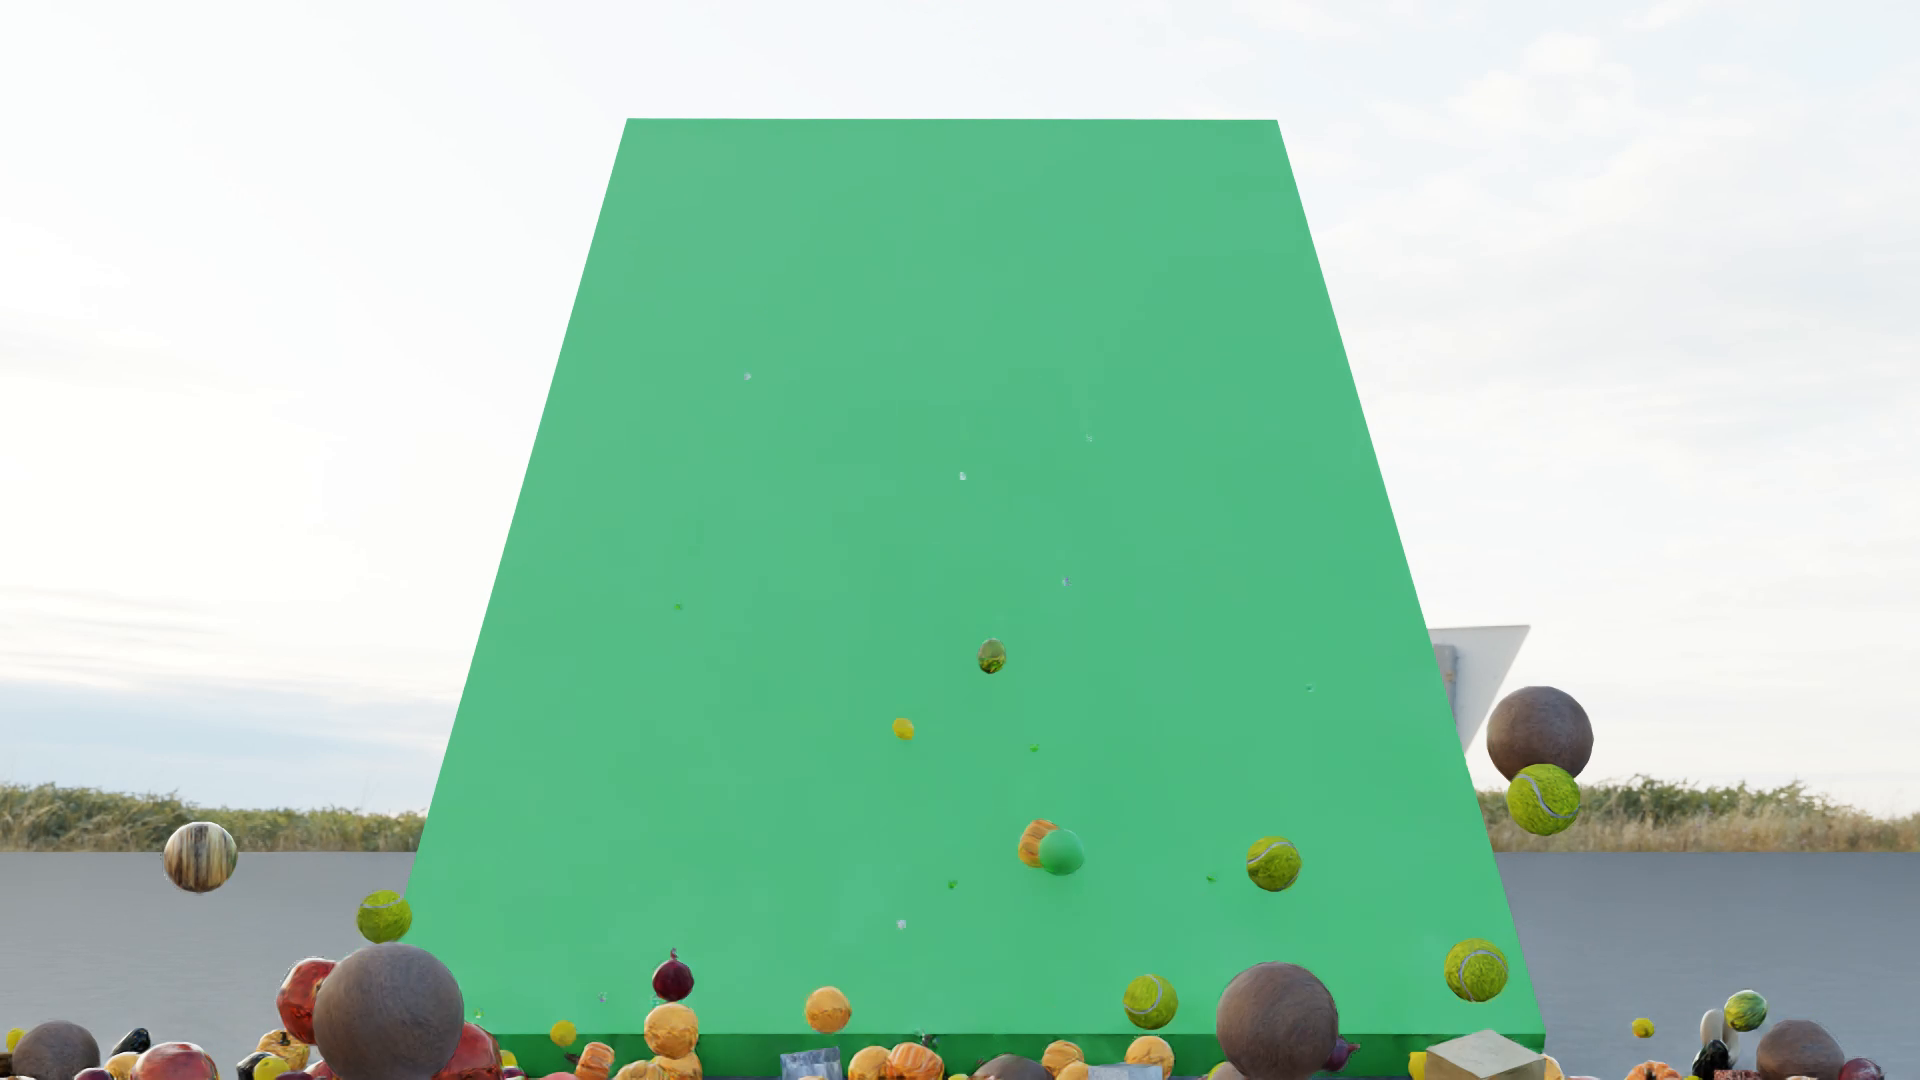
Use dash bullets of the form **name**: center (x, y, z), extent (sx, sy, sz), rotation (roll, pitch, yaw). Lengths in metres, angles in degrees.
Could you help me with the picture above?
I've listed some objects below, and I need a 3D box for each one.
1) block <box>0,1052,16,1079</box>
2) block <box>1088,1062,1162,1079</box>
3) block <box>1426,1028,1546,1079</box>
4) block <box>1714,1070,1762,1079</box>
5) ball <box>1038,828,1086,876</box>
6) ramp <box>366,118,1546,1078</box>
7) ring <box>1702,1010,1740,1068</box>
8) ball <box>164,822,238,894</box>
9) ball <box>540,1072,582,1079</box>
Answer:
- **block**: center (-1.491, 0.819, 3.709), extent (0.080, 0.080, 0.080), rotation (-2, -7, 14)
- **block**: center (0.240, 0.800, 3.546), extent (0.076, 0.076, 0.076), rotation (-7, -9, 43)
- **block**: center (0.626, 0.658, 2.924), extent (0.099, 0.099, 0.099), rotation (-9, 15, -29)
- **block**: center (1.194, 0.840, 3.756), extent (0.050, 0.050, 0.050), rotation (3, -8, -20)
- **ball**: center (0.176, 0.542, 4.246), extent (0.082, 0.082, 0.082), rotation (0, -7, 0)
- **ramp**: center (-0.015, -0.188, 5.864), extent (2.000, 0.100, 4.000), rotation (0, 32, 0)
- **ring**: center (1.359, 0.892, 4.376), extent (0.036, 0.107, 0.107), rotation (-20, -18, 37)
- **ball**: center (-1.039, 0.434, 3.349), extent (0.097, 0.097, 0.097), rotation (0, -7, 0)
- **ball**: center (-0.538, 0.762, 3.295), extent (0.090, 0.090, 0.090), rotation (0, -7, 0)
